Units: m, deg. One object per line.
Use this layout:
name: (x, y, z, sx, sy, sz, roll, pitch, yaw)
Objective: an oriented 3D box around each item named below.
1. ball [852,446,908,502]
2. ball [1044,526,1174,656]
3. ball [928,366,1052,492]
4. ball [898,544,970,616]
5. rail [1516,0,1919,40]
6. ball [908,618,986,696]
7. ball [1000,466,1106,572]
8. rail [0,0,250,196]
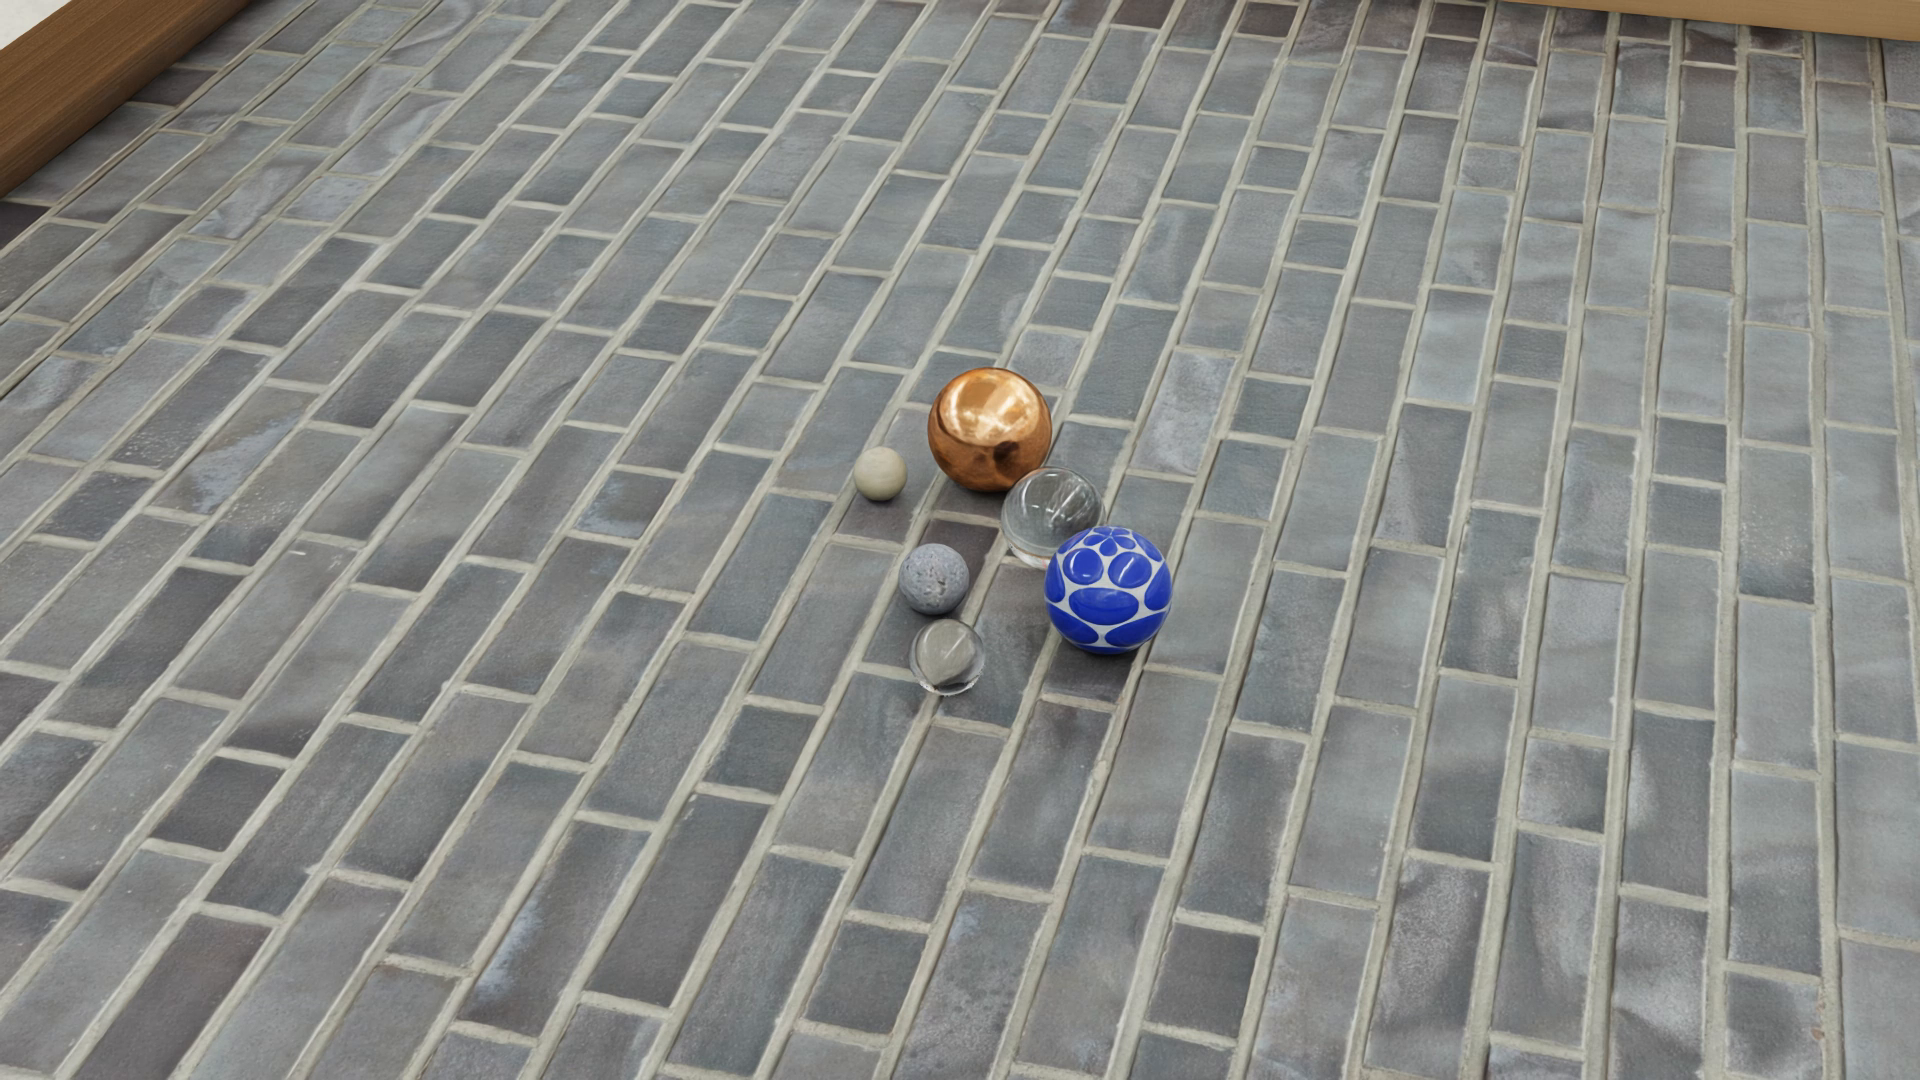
ball: (-0.062, -0.052, 2.002, 0.043, 0.043, 0.043, 0, 34, 0)
ball: (0.106, 0.036, 1.829, 0.093, 0.093, 0.093, 0, 34, 0)
ball: (0.023, -0.086, 2.003, 0.098, 0.098, 0.098, 0, 34, 0)
ball: (-0.019, 0.029, 1.875, 0.053, 0.053, 0.053, 0, 34, 0)
rail: (1.320, -0.533, 2.632, 4.183, 0.129, 0.045, 8, 35, 12)
ball: (-0.009, 0.082, 1.796, 0.054, 0.054, 0.054, 0, 34, 0)
ball: (0.070, -0.016, 1.917, 0.079, 0.079, 0.079, 0, 34, 0)
rail: (-0.988, -0.172, 2.100, 0.045, 0.129, 2.469, 8, 35, 12)
